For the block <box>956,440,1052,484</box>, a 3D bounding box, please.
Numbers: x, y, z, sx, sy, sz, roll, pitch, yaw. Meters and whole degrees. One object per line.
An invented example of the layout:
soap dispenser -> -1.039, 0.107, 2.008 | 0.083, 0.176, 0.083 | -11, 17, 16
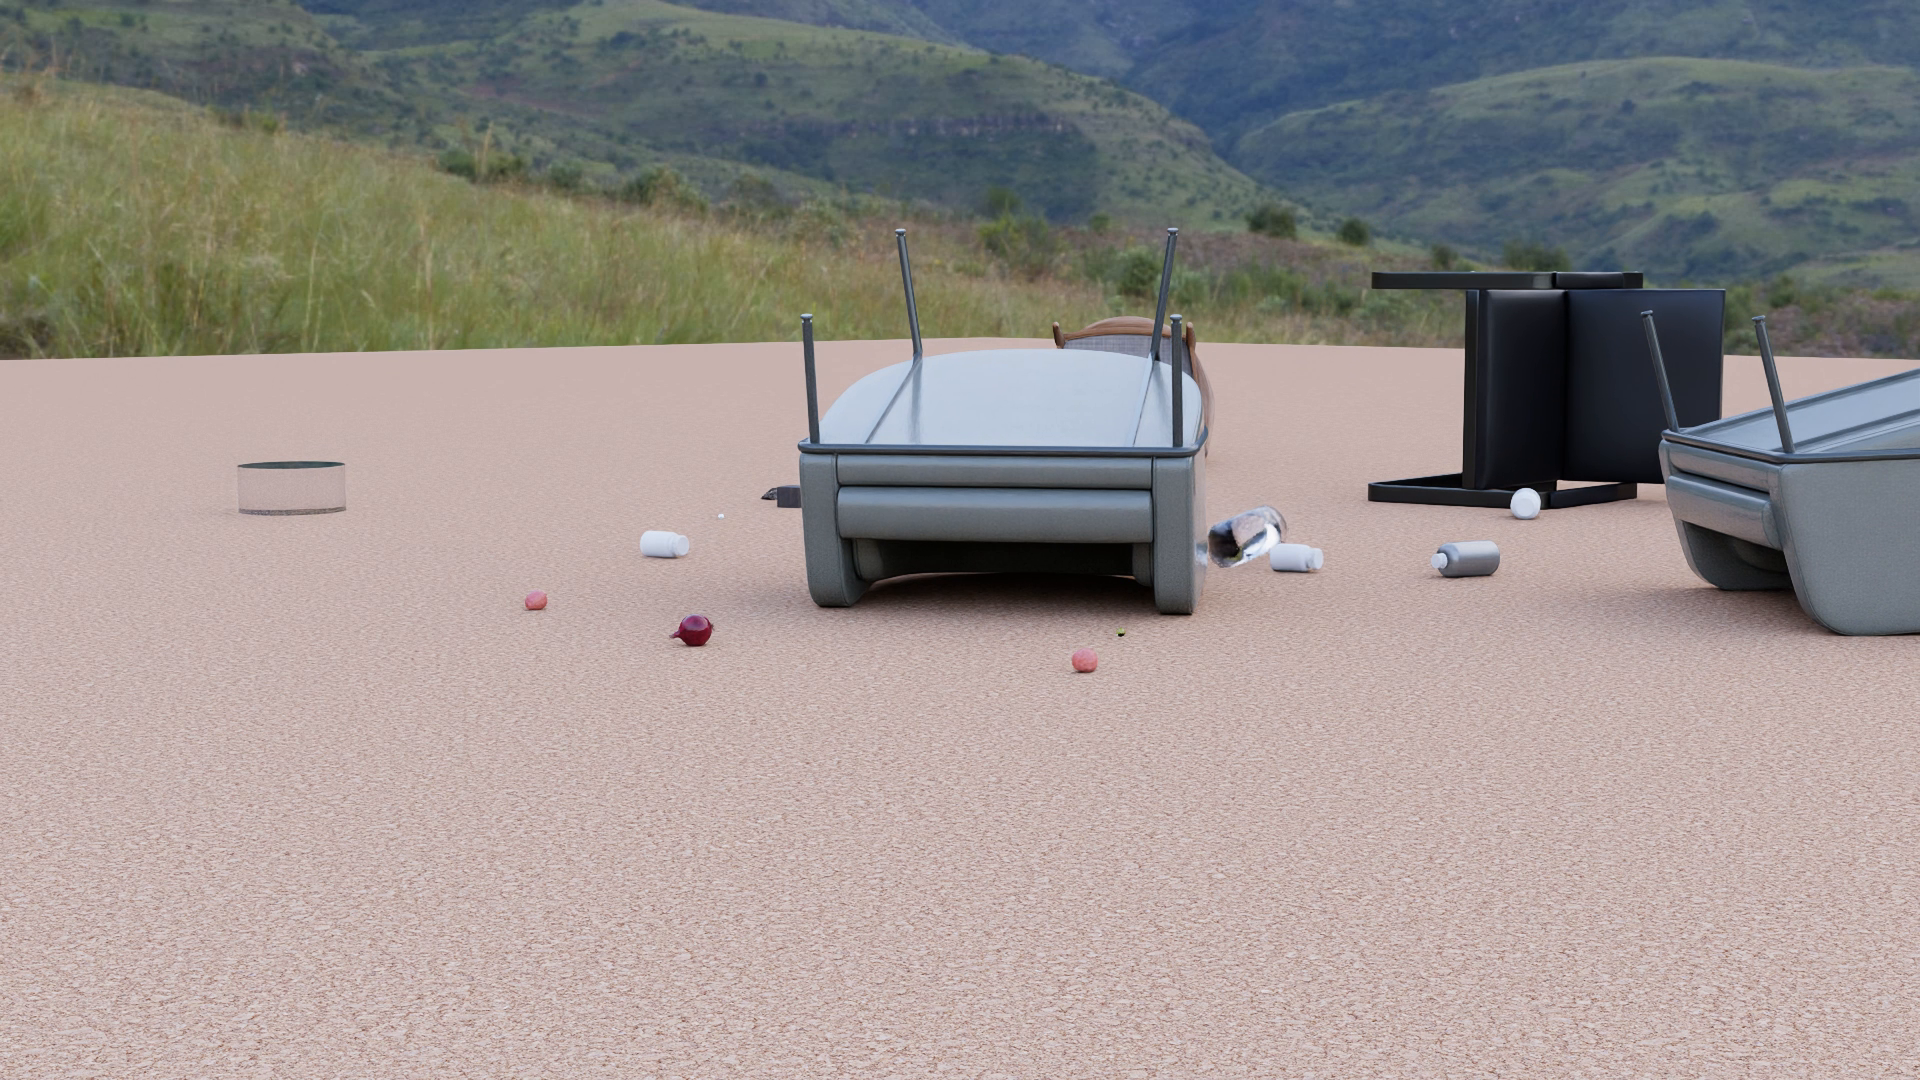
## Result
block -> 0.143, -0.255, 8.284 | 0.286, 0.123, 0.187 | 1, 6, 10

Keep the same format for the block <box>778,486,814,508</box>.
block -> -0.471, -0.124, 7.336 | 0.079, 0.058, 0.075 | 2, 6, 22

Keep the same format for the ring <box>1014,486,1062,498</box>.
ring -> 0.235, -0.143, 7.667 | 0.149, 0.028, 0.120 | 2, 7, 19

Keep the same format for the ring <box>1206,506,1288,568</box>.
ring -> 0.649, -0.008, 5.805 | 0.186, 0.097, 0.281 | -24, -5, 17

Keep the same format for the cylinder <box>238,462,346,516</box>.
cylinder -> -1.876, -0.146, 7.205 | 0.295, 0.129, 0.300 | -1, 6, -6

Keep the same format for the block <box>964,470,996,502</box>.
block -> 0.061, -0.159, 7.562 | 0.055, 0.081, 0.125 | -2, 6, -20
